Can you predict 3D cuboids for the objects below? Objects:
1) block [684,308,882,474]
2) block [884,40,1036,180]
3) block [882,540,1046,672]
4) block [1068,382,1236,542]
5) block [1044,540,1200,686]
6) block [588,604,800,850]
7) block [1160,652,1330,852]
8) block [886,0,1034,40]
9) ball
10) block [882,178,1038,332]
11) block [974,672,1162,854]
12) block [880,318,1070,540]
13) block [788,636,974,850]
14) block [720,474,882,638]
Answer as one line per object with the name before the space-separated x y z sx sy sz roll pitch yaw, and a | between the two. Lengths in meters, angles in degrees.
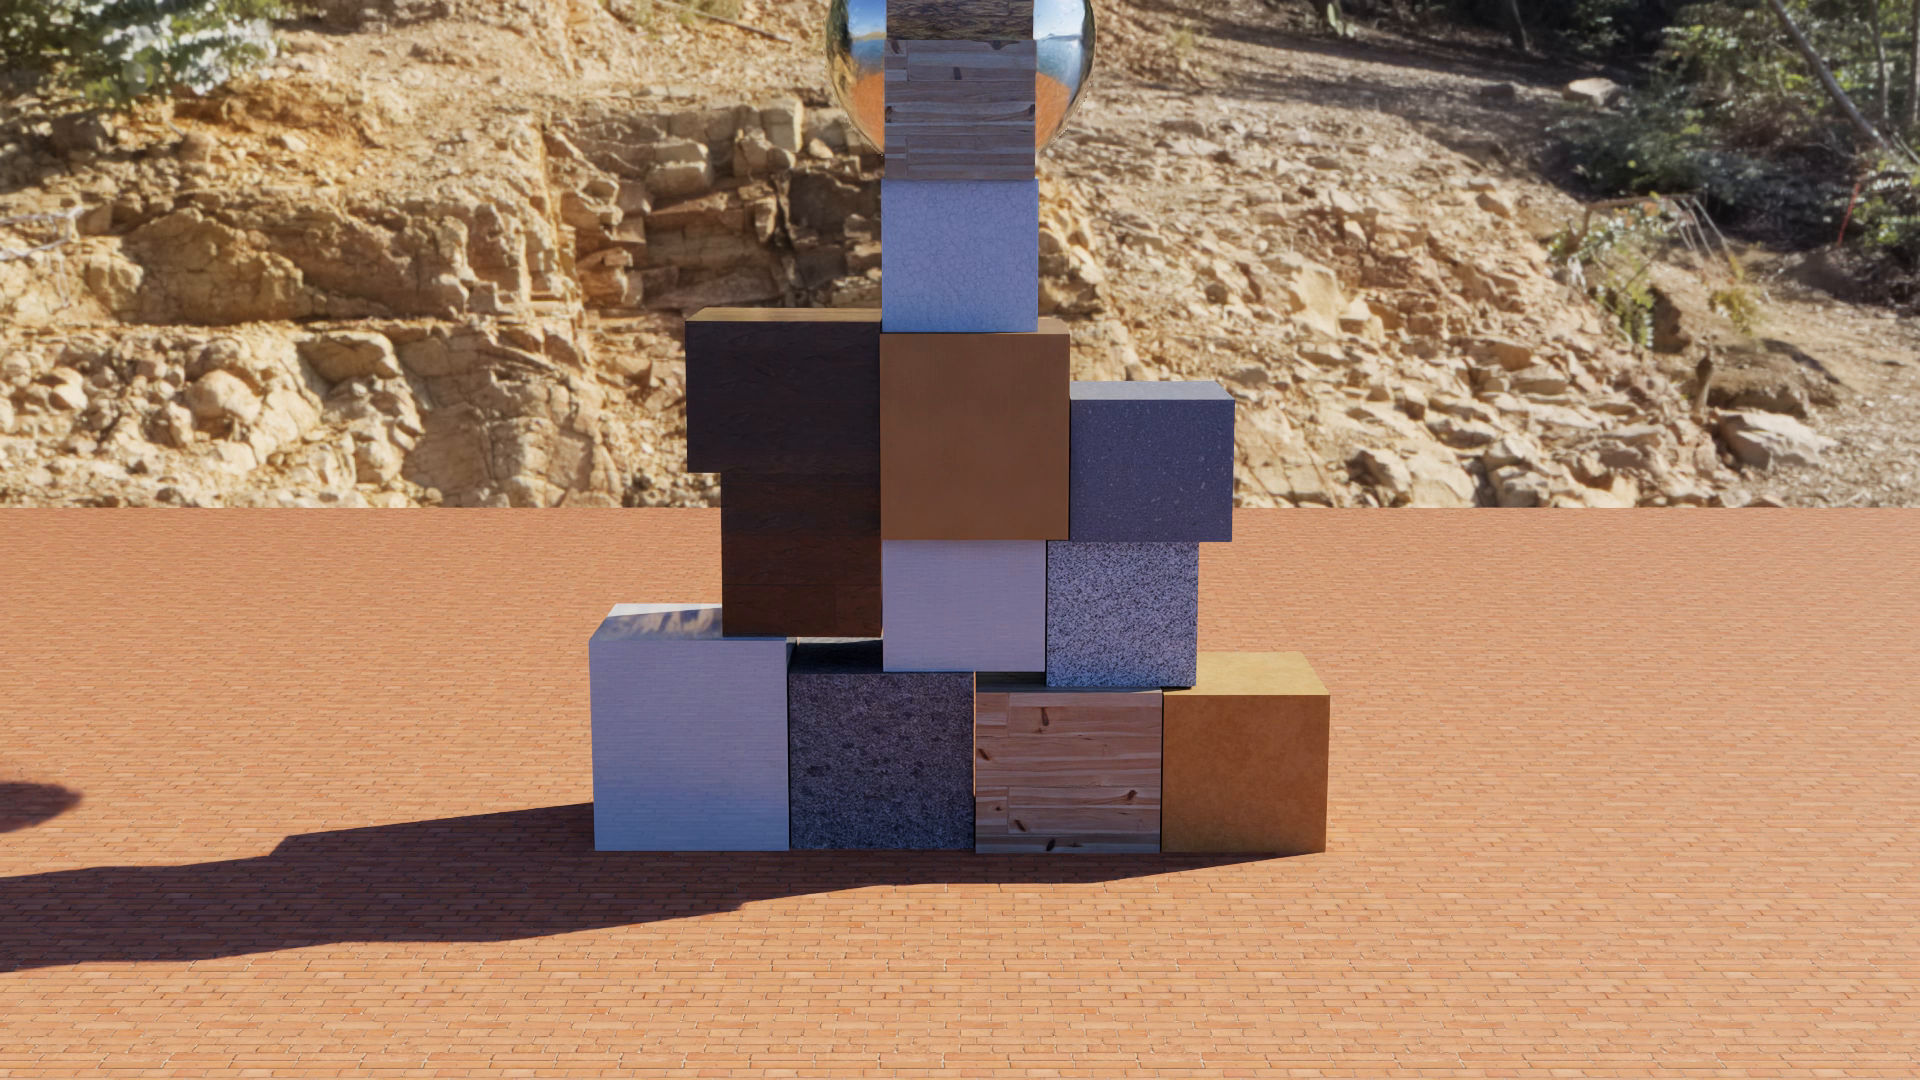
block | -0.857 -0.764 11.060 0.938 0.739 0.859 0 10 0
block | 0.000 -2.108 10.807 0.716 0.645 0.809 0 10 0
block | 0.020 0.254 11.223 0.804 0.679 0.723 0 10 0
block | 0.936 -0.409 11.125 0.795 0.703 0.825 0 10 0
block | 0.805 0.299 11.255 0.745 0.737 0.747 0 10 0
block | -1.342 0.947 11.346 0.971 1.077 0.883 0 10 0
block | 1.417 1.080 11.366 0.821 0.809 0.915 0 10 0
block | 0.000 -2.843 10.665 0.696 0.852 0.732 0 10 0
ball | 0.000 -2.948 12.977 1.600 1.600 1.600 0 10 0
block | 0.000 -1.429 10.925 0.754 0.733 0.686 0 10 0
block | 0.538 1.069 11.381 0.917 0.824 0.983 0 10 0
block | 0.072 -0.577 11.092 0.914 1.003 0.920 0 10 0
block | -0.389 1.029 11.383 0.915 0.903 0.871 0 10 0
block | -0.782 0.009 11.186 0.786 0.826 0.736 0 10 0
